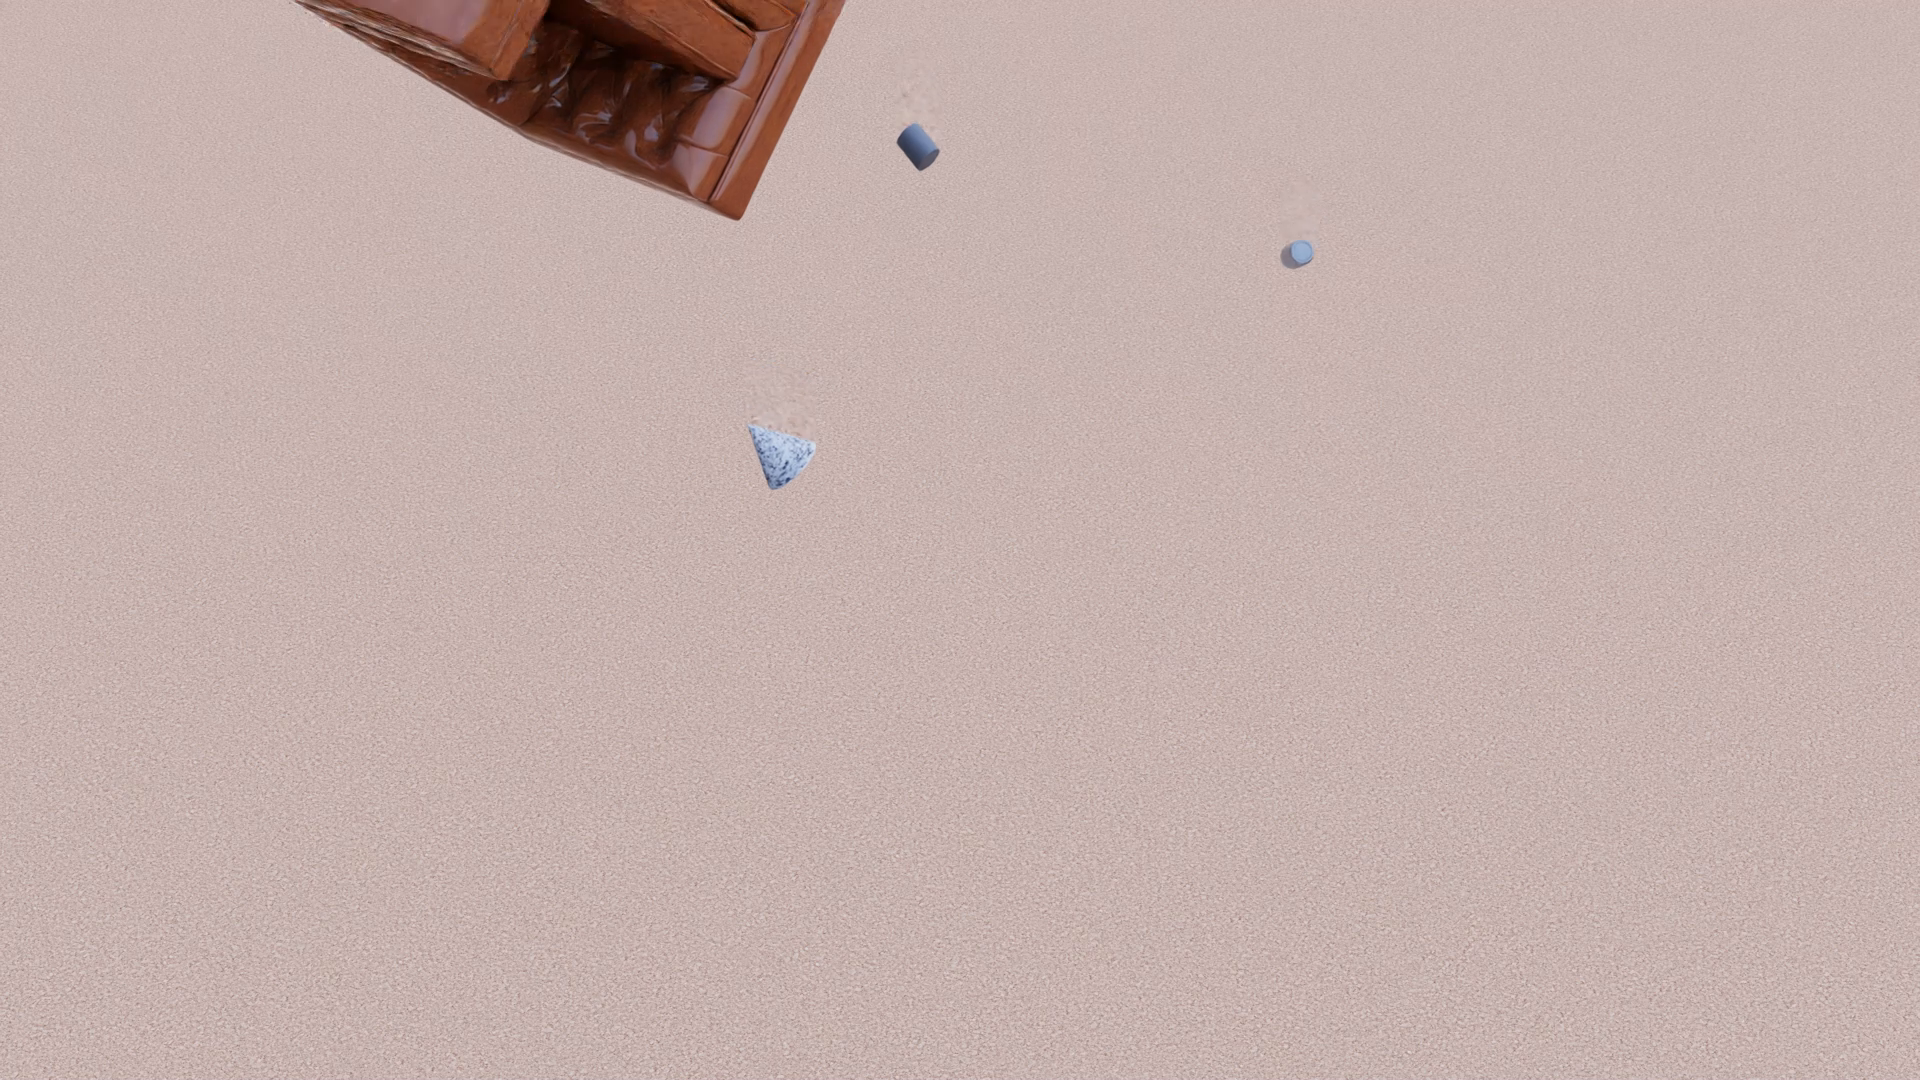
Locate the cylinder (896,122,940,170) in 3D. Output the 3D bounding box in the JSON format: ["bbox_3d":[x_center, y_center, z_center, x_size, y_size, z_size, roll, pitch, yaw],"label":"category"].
[{"bbox_3d":[-0.111,-1.045,7.791,0.069,0.102,0.093,-34,80,-24],"label":"cylinder"}]

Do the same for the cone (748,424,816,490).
[{"bbox_3d":[-0.515,-0.259,7.927,0.180,0.178,0.171,-22,33,44],"label":"cone"}]
